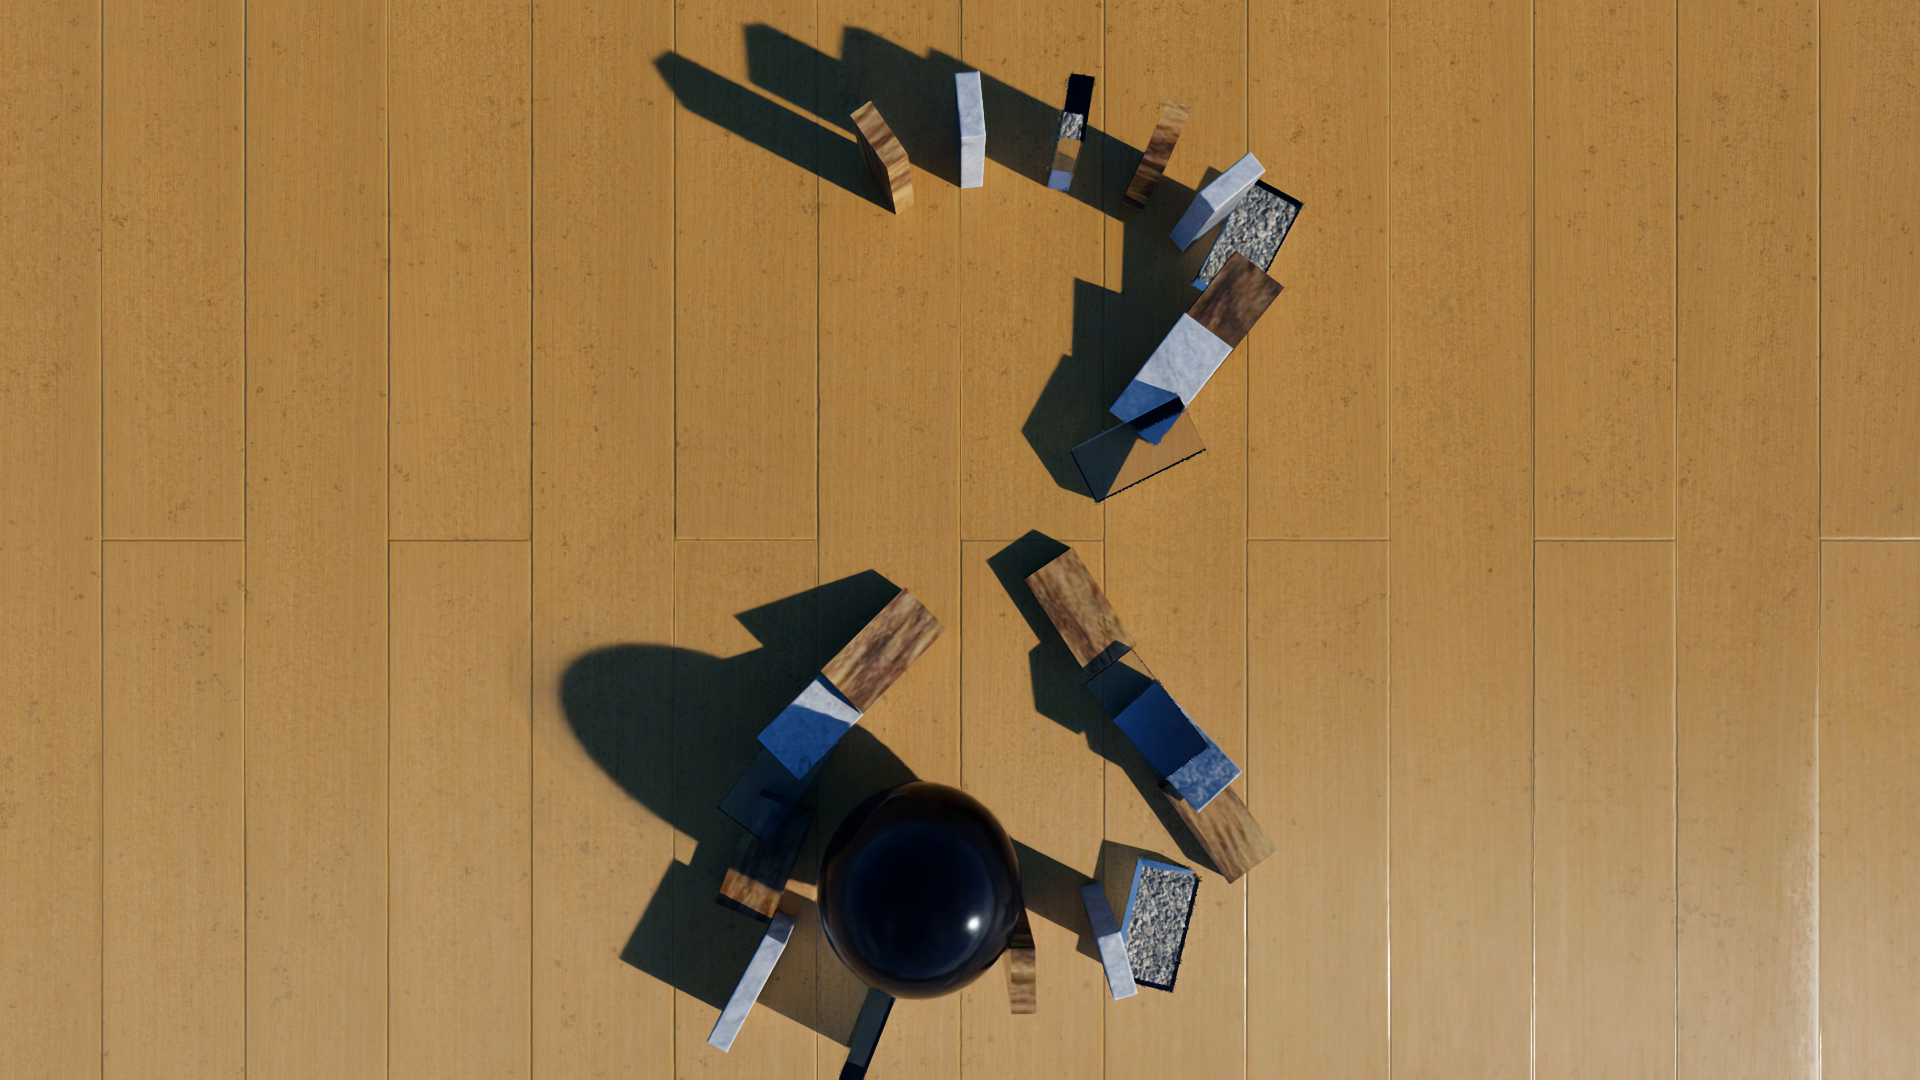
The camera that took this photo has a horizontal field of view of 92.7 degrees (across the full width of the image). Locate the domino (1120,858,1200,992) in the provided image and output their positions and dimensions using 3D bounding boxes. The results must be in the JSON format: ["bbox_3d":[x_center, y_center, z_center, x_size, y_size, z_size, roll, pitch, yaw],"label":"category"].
[{"bbox_3d":[0.084,0.166,0.395,0.025,0.009,0.050,14,90,0],"label":"domino"}]

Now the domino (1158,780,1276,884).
[{"bbox_3d":[0.111,0.119,0.395,0.025,0.009,0.050,-36,90,0],"label":"domino"}]

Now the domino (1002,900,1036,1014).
[{"bbox_3d":[0.023,0.169,0.375,0.010,0.050,0.025,-1,90,-2],"label":"domino"}]

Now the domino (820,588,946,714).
[{"bbox_3d":[-0.032,0.047,0.388,0.025,0.009,0.050,45,74,0],"label":"domino"}]

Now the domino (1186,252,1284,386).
[{"bbox_3d":[0.110,-0.093,0.388,0.025,0.010,0.050,37,106,0],"label":"domino"}]

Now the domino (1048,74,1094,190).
[{"bbox_3d":[0.045,-0.165,0.375,0.010,0.050,0.025,9,90,0],"label":"domino"}]

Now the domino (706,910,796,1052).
[{"bbox_3d":[-0.088,0.186,0.388,0.009,0.025,0.050,29,90,0],"label":"domino"}]

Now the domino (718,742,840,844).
[{"bbox_3d":[-0.076,0.099,0.388,0.025,0.010,0.050,37,73,0],"label":"domino"}]

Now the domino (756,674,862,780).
[{"bbox_3d":[-0.059,0.074,0.388,0.025,0.009,0.050,44,73,2],"label":"domino"}]

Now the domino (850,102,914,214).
[{"bbox_3d":[-0.031,-0.155,0.375,0.009,0.050,0.025,-35,90,0],"label":"domino"}]

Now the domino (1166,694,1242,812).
[{"bbox_3d":[0.092,0.087,0.389,0.025,0.009,0.050,-43,74,0],"label":"domino"}]

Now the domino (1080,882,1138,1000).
[{"bbox_3d":[0.060,0.163,0.375,0.009,0.050,0.025,-16,90,0],"label":"domino"}]

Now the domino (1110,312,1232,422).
[{"bbox_3d":[0.089,-0.068,0.388,0.025,0.009,0.050,37,107,0],"label":"domino"}]

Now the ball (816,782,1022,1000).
[{"bbox_3d":[-0.016,0.136,0.360,0.080,0.080,0.080,0,90,0],"label":"ball"}]

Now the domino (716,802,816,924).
[{"bbox_3d":[-0.084,0.136,0.395,0.025,0.010,0.050,22,90,0],"label":"domino"}]

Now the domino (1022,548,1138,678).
[{"bbox_3d":[0.051,0.031,0.395,0.025,0.010,0.050,-34,90,0],"label":"domino"}]

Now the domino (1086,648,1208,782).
[{"bbox_3d":[0.078,0.073,0.384,0.025,0.009,0.050,-37,74,1],"label":"domino"}]

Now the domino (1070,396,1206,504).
[{"bbox_3d":[0.075,-0.038,0.388,0.050,0.010,0.025,-26,96,15],"label":"domino"}]

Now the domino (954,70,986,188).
[{"bbox_3d":[0.004,-0.166,0.375,0.009,0.050,0.025,-6,90,0],"label":"domino"}]

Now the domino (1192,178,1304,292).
[{"bbox_3d":[0.124,-0.127,0.395,0.025,0.009,0.050,28,90,0],"label":"domino"}]

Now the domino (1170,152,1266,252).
[{"bbox_3d":[0.104,-0.137,0.375,0.025,0.050,0.009,-39,90,0],"label":"domino"}]

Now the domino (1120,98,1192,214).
[{"bbox_3d":[0.079,-0.156,0.375,0.010,0.050,0.025,24,90,0],"label":"domino"}]

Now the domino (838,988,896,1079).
[{"bbox_3d":[-0.036,0.200,0.388,0.010,0.025,0.050,22,90,0],"label":"domino"}]
